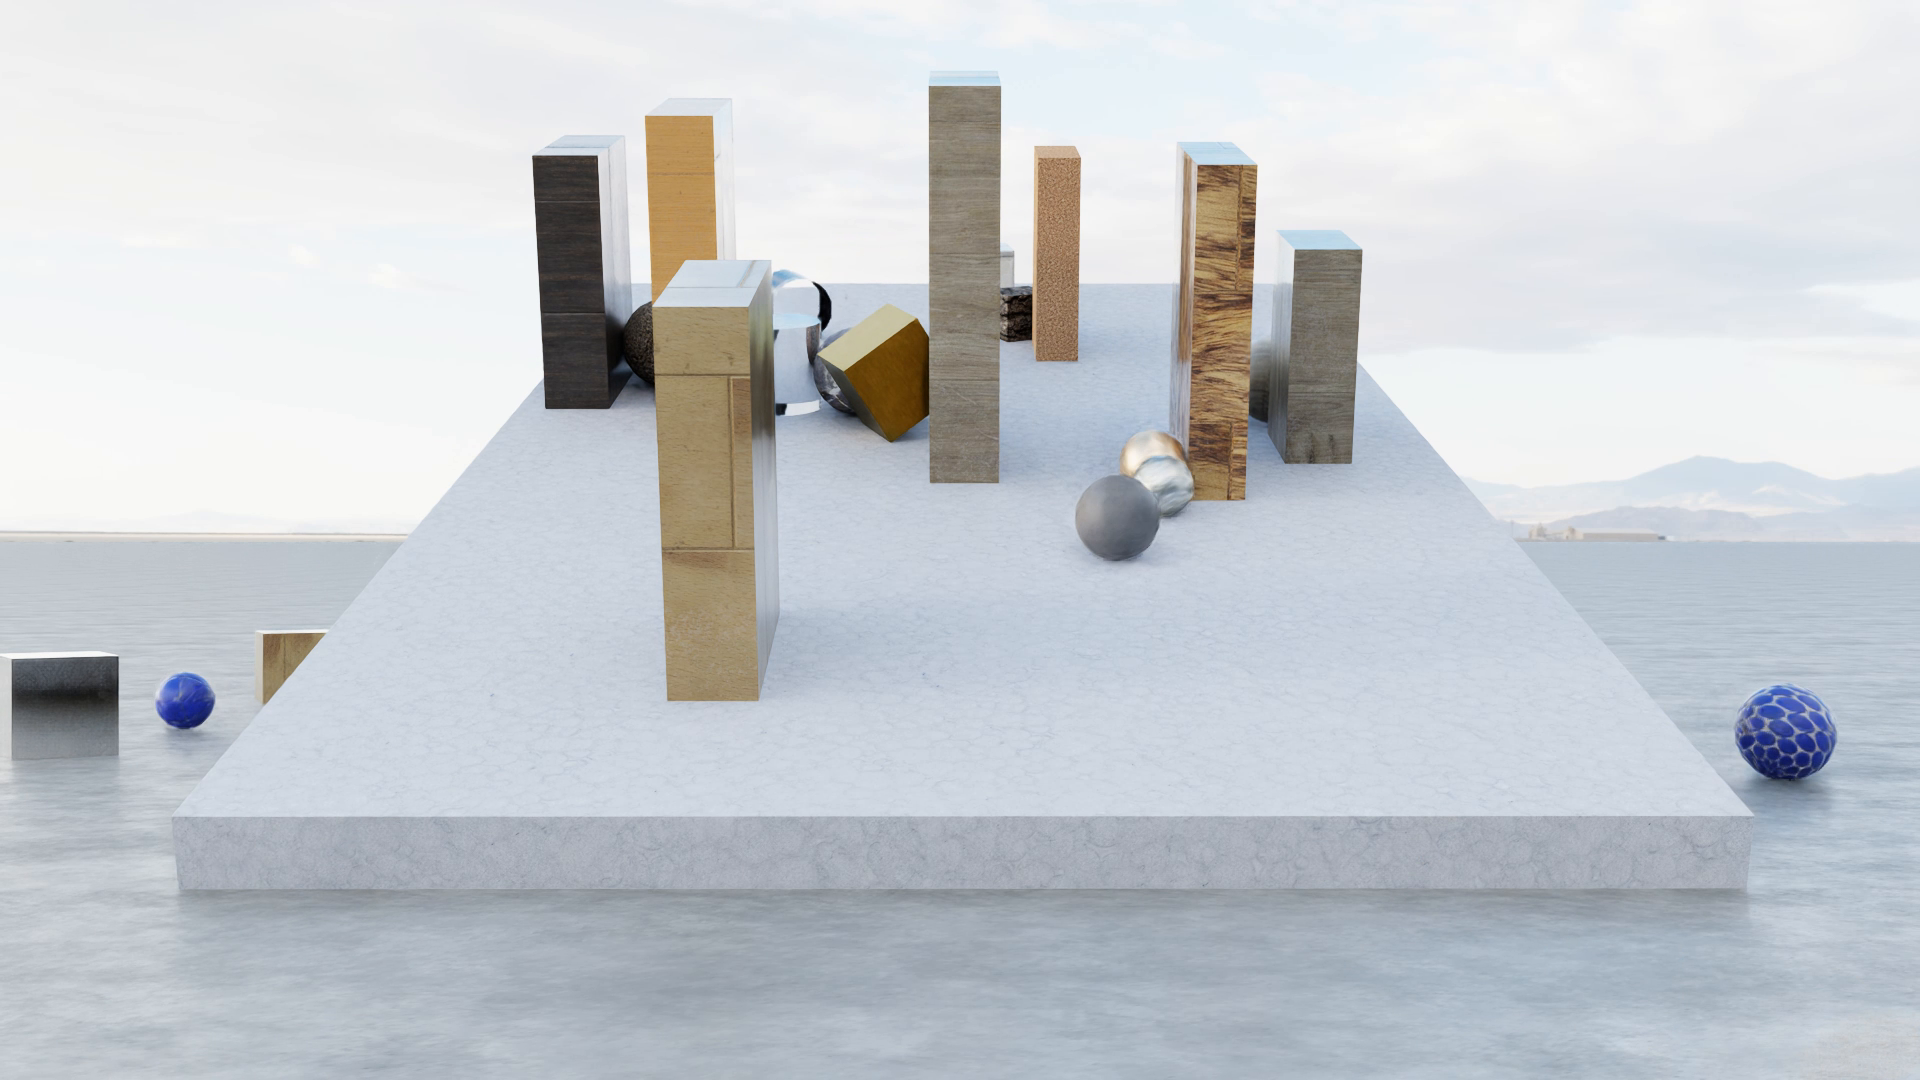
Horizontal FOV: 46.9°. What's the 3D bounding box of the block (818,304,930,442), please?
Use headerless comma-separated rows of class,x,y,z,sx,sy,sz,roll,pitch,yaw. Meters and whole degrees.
block,-0.152,-0.361,4.754,0.192,0.192,0.192,-37,25,-8

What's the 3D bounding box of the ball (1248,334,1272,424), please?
ball,0.695,-0.353,4.851,0.197,0.197,0.197,0,0,0

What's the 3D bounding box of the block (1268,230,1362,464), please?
block,0.734,-0.405,4.594,0.137,0.440,0.267,0,16,0

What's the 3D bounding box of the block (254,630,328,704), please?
block,-1.812,0.344,6.025,0.189,0.189,0.189,0,0,-24

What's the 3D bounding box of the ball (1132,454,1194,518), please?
ball,0.378,-0.100,4.125,0.117,0.117,0.117,0,0,0

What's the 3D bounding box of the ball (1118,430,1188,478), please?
ball,0.371,-0.146,4.257,0.131,0.131,0.131,0,0,0

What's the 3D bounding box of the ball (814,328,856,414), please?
ball,-0.230,-0.377,4.934,0.195,0.195,0.195,0,0,0

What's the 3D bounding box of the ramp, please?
ramp,-0.002,-0.163,4.726,2.000,0.100,4.000,0,16,0

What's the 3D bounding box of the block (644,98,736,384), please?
block,-0.580,-0.606,4.848,0.141,0.681,0.413,0,16,0

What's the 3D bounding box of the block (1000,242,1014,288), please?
block,0.068,-0.759,6.317,0.155,0.155,0.155,-2,16,-7

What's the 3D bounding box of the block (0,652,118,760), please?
block,-1.863,0.339,4.558,0.205,0.205,0.205,0,0,-32

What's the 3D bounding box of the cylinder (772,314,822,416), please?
cylinder,-0.412,-0.398,5.002,0.196,0.196,0.196,0,16,0

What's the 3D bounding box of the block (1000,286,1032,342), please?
block,0.152,-0.595,5.815,0.121,0.121,0.121,-7,18,-24

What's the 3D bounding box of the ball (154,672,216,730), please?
ball,-1.805,0.373,5.147,0.134,0.134,0.134,0,0,0

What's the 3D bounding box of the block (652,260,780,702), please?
block,-0.357,-0.100,3.303,0.132,0.575,0.405,0,16,0

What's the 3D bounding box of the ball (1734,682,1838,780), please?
ball,1.519,0.353,4.069,0.179,0.179,0.179,0,0,0

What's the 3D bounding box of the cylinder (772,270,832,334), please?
cylinder,-0.440,-0.617,5.811,0.164,0.164,0.164,0,15,-21

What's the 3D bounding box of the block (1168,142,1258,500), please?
block,0.492,-0.439,4.353,0.111,0.641,0.397,0,16,0

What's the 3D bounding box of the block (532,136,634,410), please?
block,-0.866,-0.629,5.125,0.145,0.570,0.425,0,16,0

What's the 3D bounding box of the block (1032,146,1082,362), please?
block,0.242,-0.727,5.582,0.105,0.504,0.276,0,16,0

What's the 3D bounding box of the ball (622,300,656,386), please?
ball,-0.690,-0.464,5.205,0.209,0.209,0.209,0,0,0

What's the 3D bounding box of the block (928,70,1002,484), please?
block,0.008,-0.535,4.441,0.138,0.773,0.366,0,16,0

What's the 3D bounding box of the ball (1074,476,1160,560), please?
ball,0.274,-0.039,3.857,0.149,0.149,0.149,0,0,0
